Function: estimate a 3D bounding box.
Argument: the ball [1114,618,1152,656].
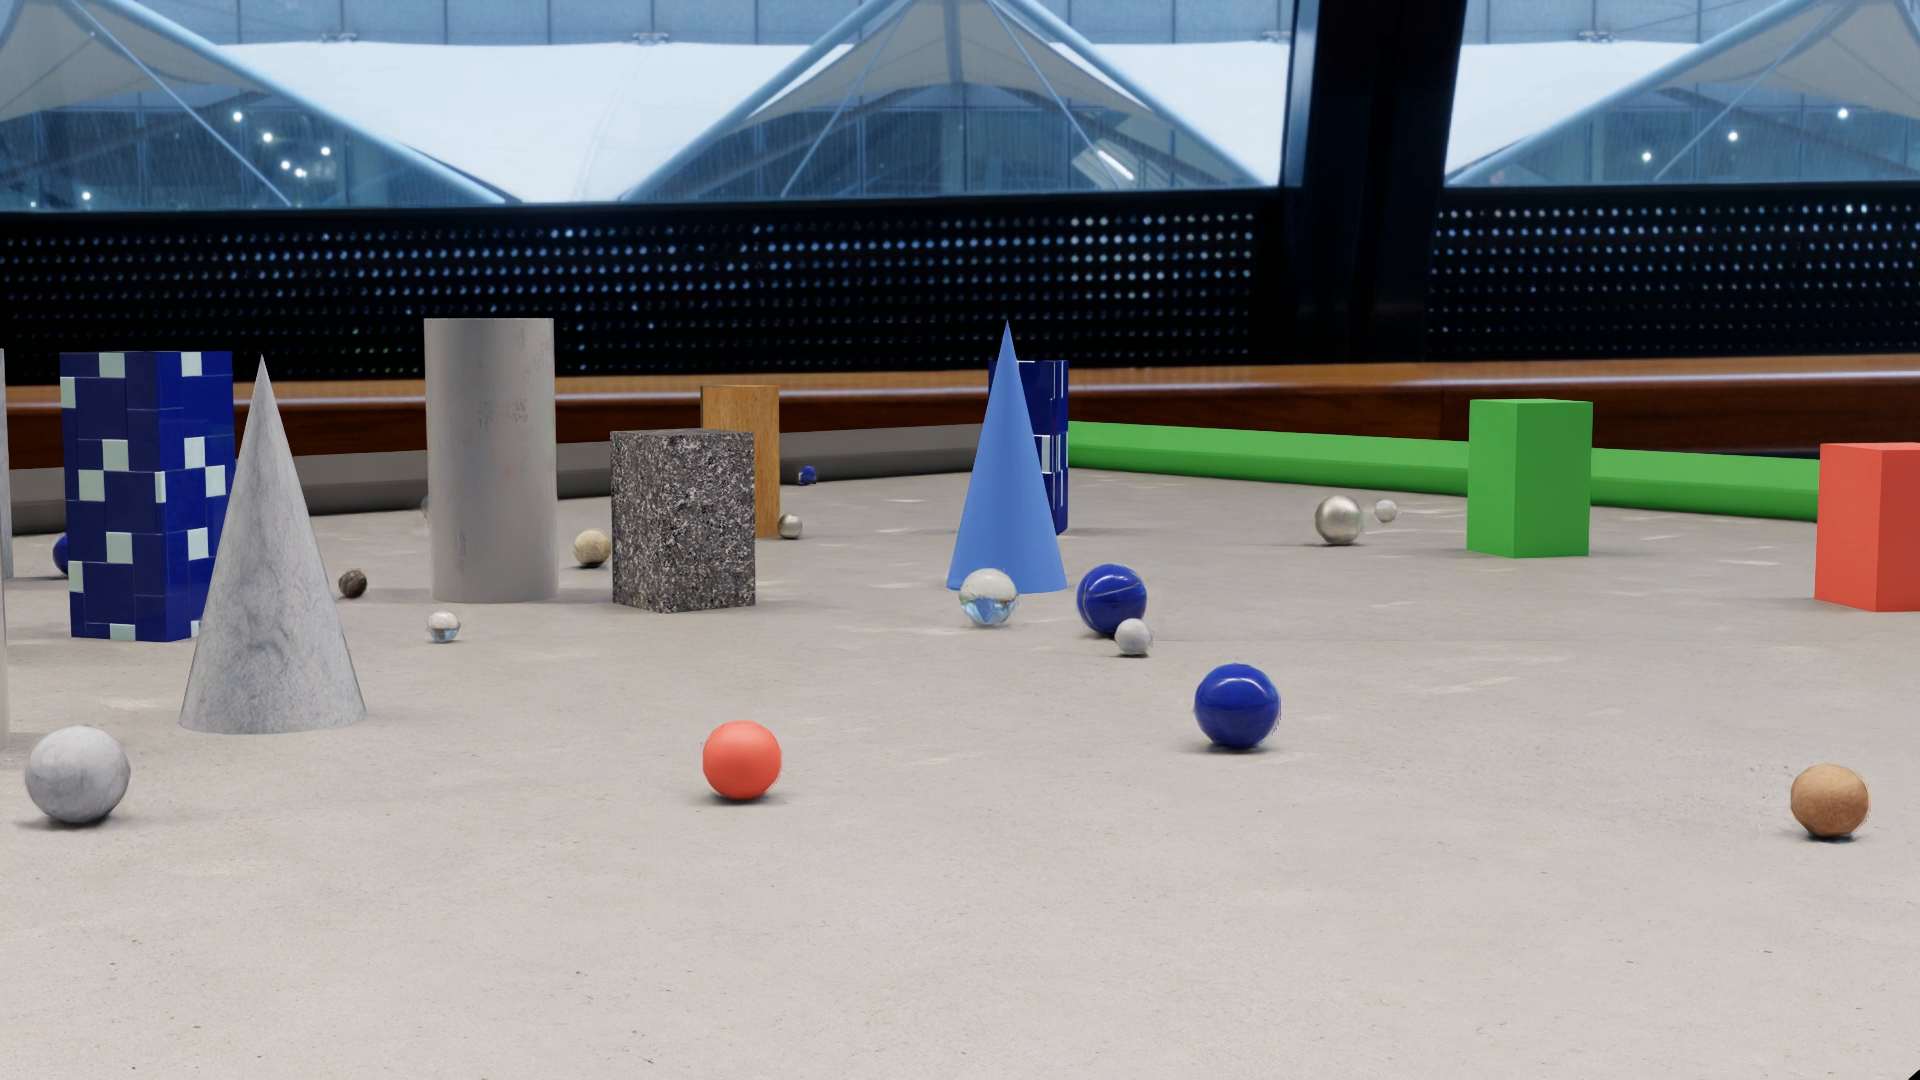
[{"bbox_3d":[0.224,0.125,2.845,0.048,0.048,0.048,0,6,0],"label":"ball"}]

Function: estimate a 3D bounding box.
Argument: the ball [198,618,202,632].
[{"bbox_3d":[-0.935,0.115,2.812,0.075,0.075,0.075,0,6,0],"label":"ball"}]

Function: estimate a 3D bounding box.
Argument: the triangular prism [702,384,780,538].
[{"bbox_3d":[-0.469,-0.157,4.350,0.171,0.297,0.148,-5,8,-38],"label":"triangular prism"}]

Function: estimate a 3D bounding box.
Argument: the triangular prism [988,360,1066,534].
[{"bbox_3d":[0.170,-0.190,4.442,0.171,0.344,0.148,5,8,40],"label":"triangular prism"}]

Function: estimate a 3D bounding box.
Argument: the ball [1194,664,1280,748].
[{"bbox_3d":[0.281,0.169,2.240,0.087,0.087,0.087,0,6,0],"label":"ball"}]

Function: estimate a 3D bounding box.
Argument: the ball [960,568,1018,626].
[{"bbox_3d":[0.040,0.080,3.112,0.082,0.082,0.082,0,6,0],"label":"ball"}]

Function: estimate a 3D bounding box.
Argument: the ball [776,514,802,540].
[{"bbox_3d":[-0.332,-0.027,4.292,0.051,0.051,0.051,0,6,0],"label":"ball"}]

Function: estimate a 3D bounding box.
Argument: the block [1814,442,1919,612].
[{"bbox_3d":[1.416,-0.022,3.332,0.158,0.240,0.158,-1,6,-11],"label":"block"}]

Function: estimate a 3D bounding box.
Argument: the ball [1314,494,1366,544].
[{"bbox_3d":[0.723,-0.038,4.187,0.095,0.095,0.095,0,6,0],"label":"ball"}]

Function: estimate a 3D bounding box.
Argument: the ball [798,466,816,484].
[{"bbox_3d":[-0.389,-0.164,5.624,0.046,0.046,0.046,0,6,0],"label":"ball"}]

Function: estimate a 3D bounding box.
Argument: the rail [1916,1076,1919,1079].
[{"bbox_3d":[1.367,0.187,1.858,4.483,0.128,0.045,-5,8,-42],"label":"rail"}]

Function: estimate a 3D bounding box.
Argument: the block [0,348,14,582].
[{"bbox_3d":[-1.650,-0.118,3.576,0.158,0.381,0.158,-1,6,-10],"label":"block"}]

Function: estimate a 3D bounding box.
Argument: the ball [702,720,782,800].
[{"bbox_3d":[-0.200,0.200,2.009,0.073,0.073,0.073,0,6,0],"label":"ball"}]

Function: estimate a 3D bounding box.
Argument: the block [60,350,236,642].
[{"bbox_3d":[-1.115,-0.065,3.036,0.158,0.388,0.158,2,6,19],"label":"block"}]

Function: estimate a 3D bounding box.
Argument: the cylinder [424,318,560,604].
[{"bbox_3d":[-0.728,-0.128,3.424,0.197,0.432,0.197,0,6,0],"label":"cylinder"}]

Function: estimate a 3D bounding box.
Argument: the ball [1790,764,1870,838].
[{"bbox_3d":[0.737,0.221,1.864,0.063,0.063,0.063,0,6,0],"label":"ball"}]

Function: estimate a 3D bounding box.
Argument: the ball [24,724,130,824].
[{"bbox_3d":[-0.769,0.204,1.917,0.085,0.085,0.085,0,6,0],"label":"ball"}]

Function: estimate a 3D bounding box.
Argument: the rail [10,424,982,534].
[{"bbox_3d":[-1.367,-0.121,4.805,4.483,0.128,0.045,-5,8,-42],"label":"rail"}]

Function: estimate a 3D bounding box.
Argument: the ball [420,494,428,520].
[{"bbox_3d":[-1.108,-0.070,4.646,0.062,0.062,0.062,0,6,0],"label":"ball"}]

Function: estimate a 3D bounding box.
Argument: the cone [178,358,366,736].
[{"bbox_3d":[-0.752,-0.003,2.391,0.197,0.398,0.197,0,6,0],"label":"cone"}]

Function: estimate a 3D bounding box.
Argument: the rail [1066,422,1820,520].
[{"bbox_3d":[1.630,-0.123,4.828,0.045,0.128,4.079,-5,8,-42],"label":"rail"}]

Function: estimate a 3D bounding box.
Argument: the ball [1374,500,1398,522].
[{"bbox_3d":[0.897,-0.061,4.629,0.048,0.048,0.048,0,6,0],"label":"ball"}]

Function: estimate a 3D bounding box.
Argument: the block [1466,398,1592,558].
[{"bbox_3d":[1.045,-0.116,4.041,0.158,0.279,0.158,-2,6,-18],"label":"block"}]

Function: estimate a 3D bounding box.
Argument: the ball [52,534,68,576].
[{"bbox_3d":[-1.479,0.024,3.682,0.075,0.075,0.075,0,6,0],"label":"ball"}]

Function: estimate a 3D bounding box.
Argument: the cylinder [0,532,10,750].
[{"bbox_3d":[-1.072,0.032,2.217,0.197,0.365,0.197,0,6,0],"label":"cylinder"}]

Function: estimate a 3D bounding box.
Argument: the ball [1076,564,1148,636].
[{"bbox_3d":[0.208,0.082,3.018,0.099,0.099,0.099,0,6,0],"label":"ball"}]

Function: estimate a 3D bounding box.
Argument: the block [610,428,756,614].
[{"bbox_3d":[-0.420,-0.033,3.333,0.158,0.262,0.158,-4,7,-37],"label":"block"}]

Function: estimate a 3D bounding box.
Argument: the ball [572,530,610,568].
[{"bbox_3d":[-0.640,0.015,3.820,0.065,0.065,0.065,0,6,0],"label":"ball"}]

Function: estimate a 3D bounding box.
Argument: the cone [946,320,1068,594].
[{"bbox_3d":[0.076,-0.139,3.538,0.197,0.431,0.197,0,6,0],"label":"cone"}]

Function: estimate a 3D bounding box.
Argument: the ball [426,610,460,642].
[{"bbox_3d":[-0.695,0.116,2.960,0.044,0.044,0.044,0,6,0],"label":"ball"}]

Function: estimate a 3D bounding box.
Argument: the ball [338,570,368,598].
[{"bbox_3d":[-0.943,0.068,3.420,0.043,0.043,0.043,0,6,0],"label":"ball"}]
